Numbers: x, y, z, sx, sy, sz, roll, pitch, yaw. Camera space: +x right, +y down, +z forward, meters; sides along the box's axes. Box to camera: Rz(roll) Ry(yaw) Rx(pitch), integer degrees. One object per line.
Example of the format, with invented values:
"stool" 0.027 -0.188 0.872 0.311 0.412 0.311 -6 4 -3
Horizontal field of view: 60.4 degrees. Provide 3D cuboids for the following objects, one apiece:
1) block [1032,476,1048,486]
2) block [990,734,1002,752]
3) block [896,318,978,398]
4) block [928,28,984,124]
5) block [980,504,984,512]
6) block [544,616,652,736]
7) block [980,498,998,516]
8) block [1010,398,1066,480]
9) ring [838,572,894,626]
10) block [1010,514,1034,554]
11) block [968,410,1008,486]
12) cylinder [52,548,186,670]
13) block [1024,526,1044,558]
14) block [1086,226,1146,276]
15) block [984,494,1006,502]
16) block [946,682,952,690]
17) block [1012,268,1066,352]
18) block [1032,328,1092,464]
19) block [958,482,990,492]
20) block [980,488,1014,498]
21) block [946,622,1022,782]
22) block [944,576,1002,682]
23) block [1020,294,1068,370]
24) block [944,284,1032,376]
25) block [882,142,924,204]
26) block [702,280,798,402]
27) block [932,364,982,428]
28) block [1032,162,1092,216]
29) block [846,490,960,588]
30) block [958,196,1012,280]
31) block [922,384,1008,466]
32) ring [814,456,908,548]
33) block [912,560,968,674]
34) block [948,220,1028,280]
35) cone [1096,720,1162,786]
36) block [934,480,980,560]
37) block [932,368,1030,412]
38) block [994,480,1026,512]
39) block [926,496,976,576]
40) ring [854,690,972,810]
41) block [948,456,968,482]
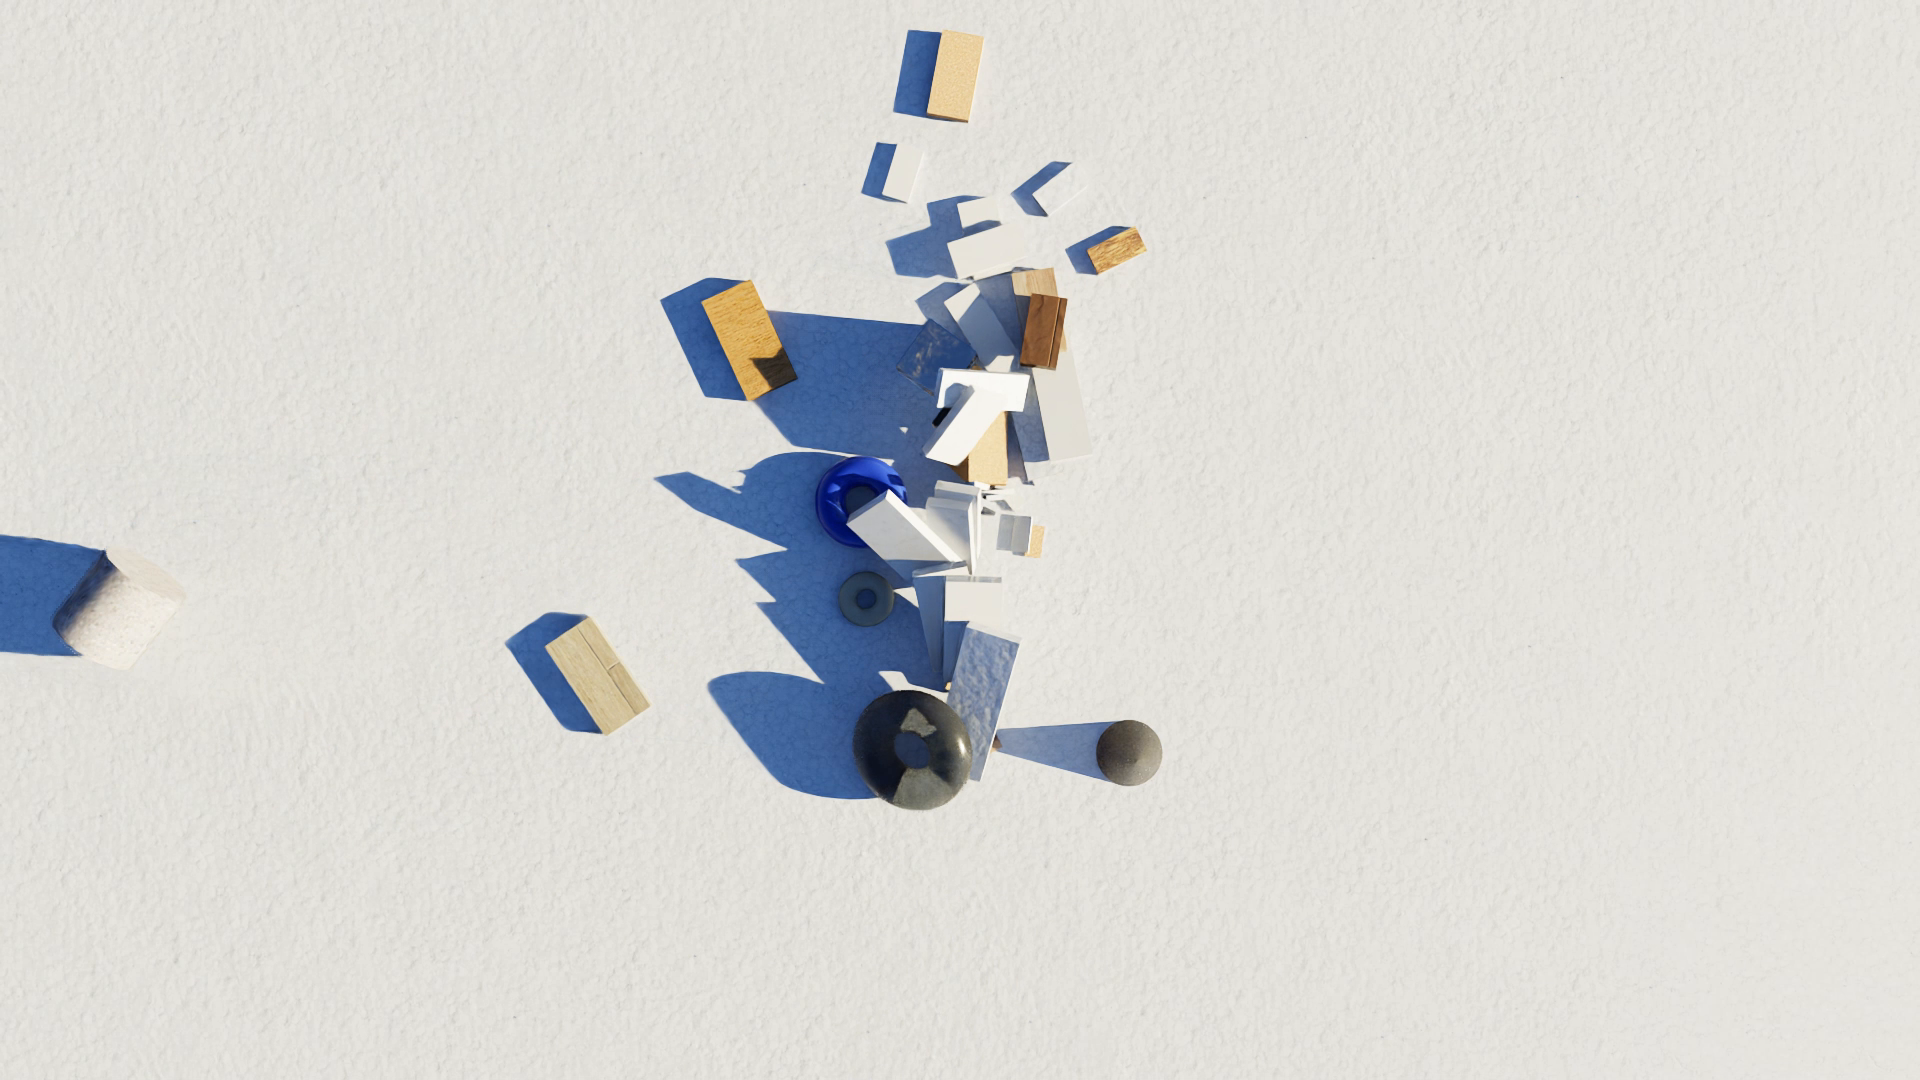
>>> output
"block" 0.249 -0.240 5.492 0.053 0.015 0.106 -27 90 0
"block" 0.077 0.641 5.490 0.071 0.020 0.142 -28 90 0
"block" -0.075 -0.583 5.405 0.189 0.189 0.189 36 90 0
"block" -0.014 -1.541 5.480 0.141 0.040 0.282 11 90 0
"block" 0.036 -0.112 5.425 0.074 0.148 0.021 26 85 0
"block" -1.197 0.451 5.475 0.180 0.051 0.359 -34 90 0
"block" 0.087 -0.111 5.425 0.074 0.149 0.021 27 85 0
"block" 0.256 -0.336 5.470 0.127 0.036 0.255 -14 85 0
"ring" -0.311 0.196 5.470 0.185 0.062 0.185 0 89 -1
"block" 0.205 -0.020 5.482 0.060 0.017 0.121 6 90 18
"block" 0.091 -0.334 5.454 0.127 0.036 0.303 1 82 -7
"cylinder" -2.728 0.223 5.359 0.283 0.283 0.283 38 90 0
"block" 0.249 0.005 5.492 0.053 0.015 0.106 8 90 0
"block" 0.521 -0.962 5.487 0.180 0.026 0.090 -26 90 0
"block" 0.109 -0.137 5.436 0.060 0.121 0.017 -6 89 -7
"block" 0.013 0.441 5.452 0.071 0.020 0.142 22 110 -14
"block" 0.261 -0.752 5.453 0.141 0.040 0.282 -9 79 0
"block" 0.326 -0.477 5.443 0.141 0.040 0.438 -11 80 0
"block" 0.038 -0.172 5.387 0.074 0.149 0.021 -6 85 19
"block" 0.115 -0.154 5.442 0.121 0.060 0.017 -5 89 -12
"block" 0.049 0.530 5.371 0.180 0.051 0.521 18 112 7
"block" 0.040 0.292 5.351 0.180 0.051 0.359 2 112 -1
"block" 0.275 -0.681 5.401 0.120 0.034 0.240 9 80 4
"block" 0.094 -0.669 5.483 0.120 0.034 0.361 -33 90 0
"block" -0.189 -1.221 5.487 0.090 0.026 0.180 17 90 0
"block" -0.697 -0.662 5.475 0.180 0.051 0.359 -25 90 0
"block" -0.007 -0.469 5.440 0.034 0.120 0.239 36 90 0
"block" 0.338 -1.167 5.487 0.180 0.026 0.090 -38 90 0
"block" -0.178 0.010 5.366 0.180 0.051 0.359 -32 116 31
"block" 0.081 -1.003 5.482 0.127 0.036 0.255 -13 90 0
"block" 0.015 -0.371 5.346 0.285 0.143 0.040 -52 46 25
"ring" -0.326 -0.125 5.450 0.309 0.103 0.309 0 90 1
"block" -0.036 0.252 5.402 0.180 0.051 0.359 -11 114 0
"block" 0.091 -0.957 5.447 0.240 0.034 0.120 -18 90 0
"cone" 0.565 0.711 5.389 0.222 0.222 0.222 0 90 0
"block" -0.007 -0.063 5.375 0.143 0.040 0.285 10 134 10
"block" 0.069 -0.487 5.348 0.325 0.034 0.120 0 110 -31
"block" 0.169 -0.152 5.492 0.053 0.015 0.106 -39 90 0
"block" -0.029 -0.011 5.374 0.143 0.040 0.285 7 133 13
"ring" -0.157 0.687 5.378 0.414 0.138 0.414 6 106 20
"block" 0.021 -0.273 5.483 0.239 0.034 0.120 43 90 0
